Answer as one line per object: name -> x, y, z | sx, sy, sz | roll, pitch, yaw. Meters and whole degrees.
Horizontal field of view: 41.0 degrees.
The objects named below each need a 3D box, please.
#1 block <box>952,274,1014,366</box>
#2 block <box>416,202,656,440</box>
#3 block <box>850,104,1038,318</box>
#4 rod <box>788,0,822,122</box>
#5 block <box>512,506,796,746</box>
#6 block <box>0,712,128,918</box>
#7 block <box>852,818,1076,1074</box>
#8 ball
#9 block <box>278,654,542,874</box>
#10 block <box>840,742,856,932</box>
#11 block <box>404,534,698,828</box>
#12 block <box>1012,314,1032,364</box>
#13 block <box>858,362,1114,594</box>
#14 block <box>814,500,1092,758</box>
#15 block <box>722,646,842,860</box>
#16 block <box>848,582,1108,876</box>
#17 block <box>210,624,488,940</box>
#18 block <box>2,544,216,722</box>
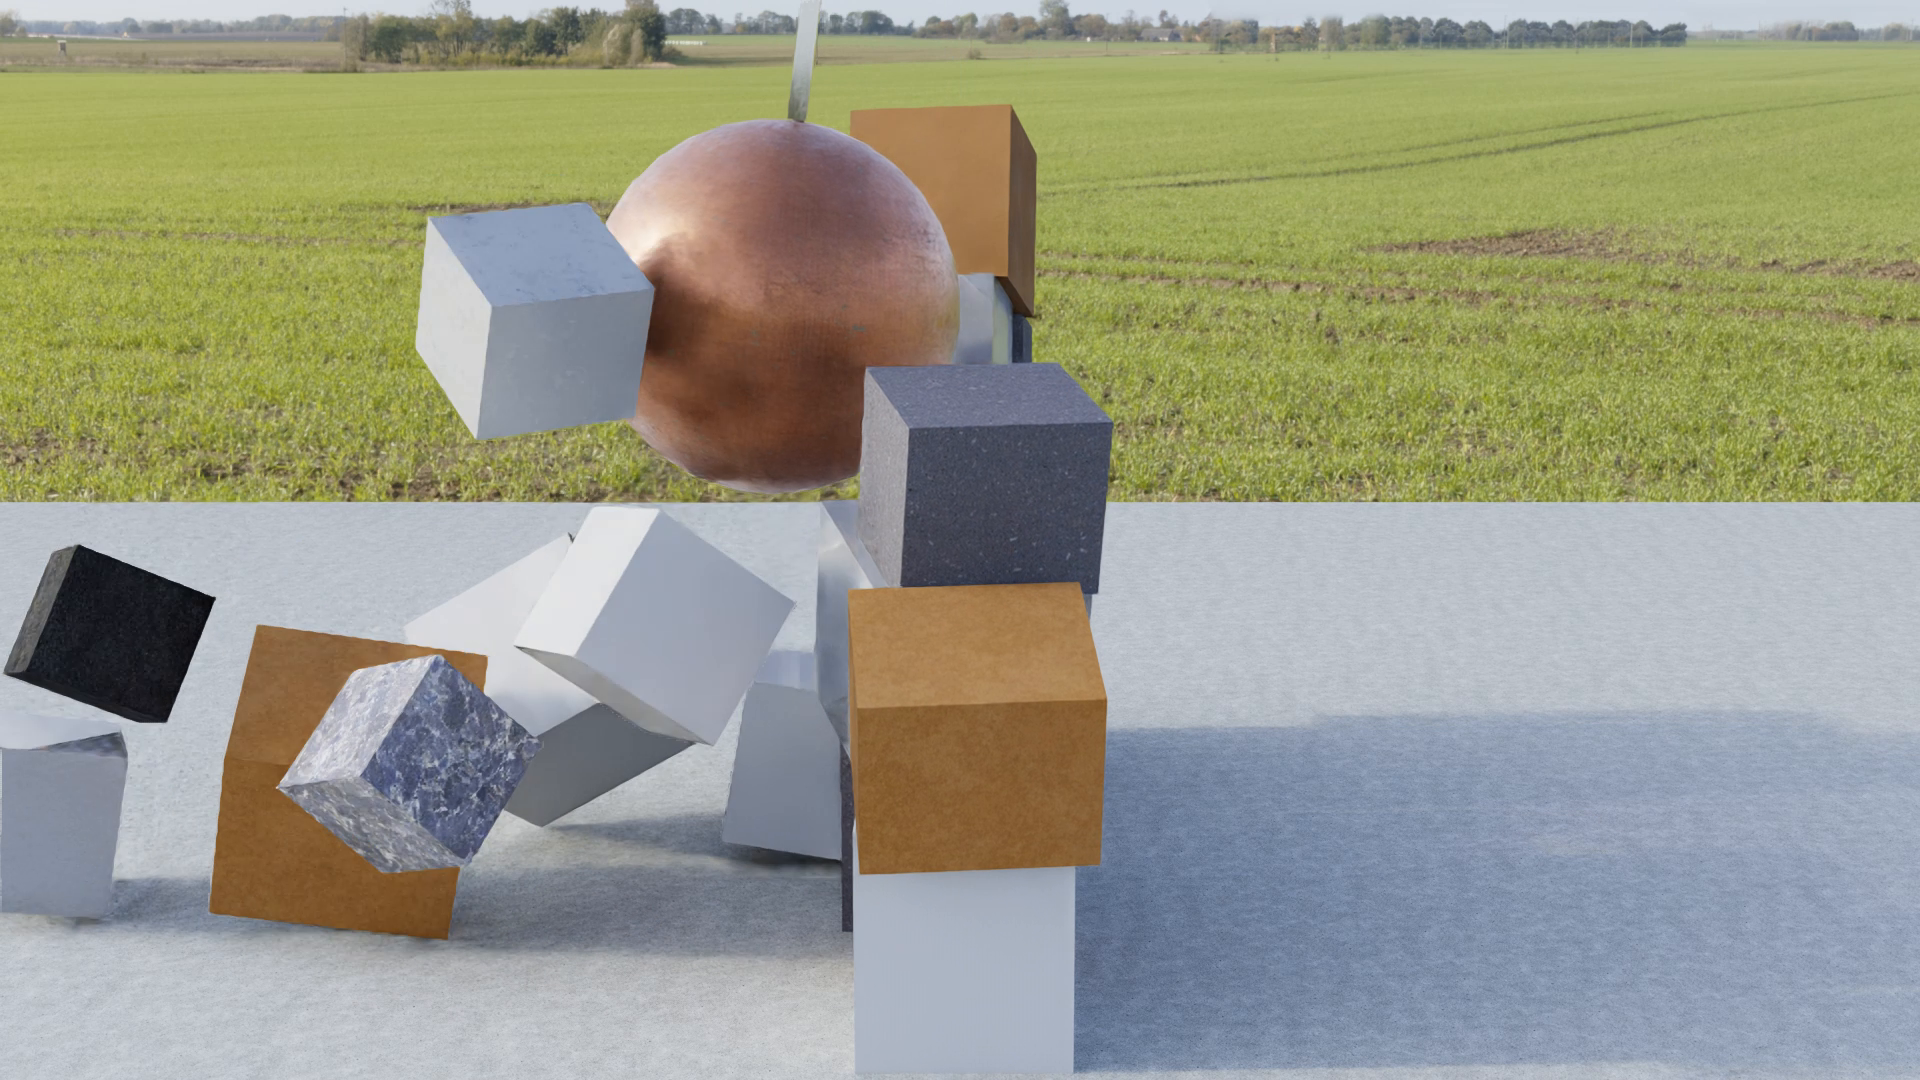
block -> -0.111, -0.819, 12.197 | 0.630, 0.754, 0.602 | 0, -9, 10
block -> -1.676, -0.868, 10.064 | 0.668, 0.605, 0.654 | -10, 42, -31
block -> -0.078, -1.579, 12.488 | 0.777, 0.835, 0.801 | 0, -9, 11
rod -> -0.345, -4.313, 10.396 | 0.080, 5.200, 0.080 | 8, 10, -1
block -> -1.168, 0.319, 9.761 | 0.663, 0.627, 0.621 | 36, -16, -27
block -> -3.883, 1.158, 10.878 | 0.561, 0.691, 0.642 | 7, 7, -22
block -> 0.015, 1.387, 9.448 | 0.779, 0.890, 0.816 | 0, 10, 0
ball -> -0.796, -0.998, 10.999 | 1.600, 1.600, 1.600 | 0, 10, 0
block -> -2.063, 0.847, 9.628 | 0.601, 0.552, 0.558 | -12, 41, 46
block -> -0.052, 1.023, 10.991 | 0.890, 1.055, 0.904 | 0, 10, -1
block -> -1.877, 0.662, 11.877 | 0.909, 0.853, 0.786 | -29, -29, 11
block -> 0.007, -0.749, 12.962 | 0.670, 0.707, 0.747 | 0, -1, 5
block -> 0.076, -0.221, 9.397 | 0.745, 0.662, 0.669 | -3, 23, -15
block -> -0.047, 0.360, 9.896 | 0.841, 0.804, 0.857 | -3, 23, -16
block -> -0.677, 0.976, 11.800 | 0.684, 0.751, 0.724 | 9, 10, -3
block -> 0.042, 0.645, 8.940 | 0.826, 0.677, 0.770 | -2, 29, -4
block -> -2.509, 0.996, 10.585 | 0.953, 0.814, 0.880 | 9, 33, -11
block -> -3.634, 0.409, 10.952 | 0.610, 0.563, 0.525 | 25, -16, -27
